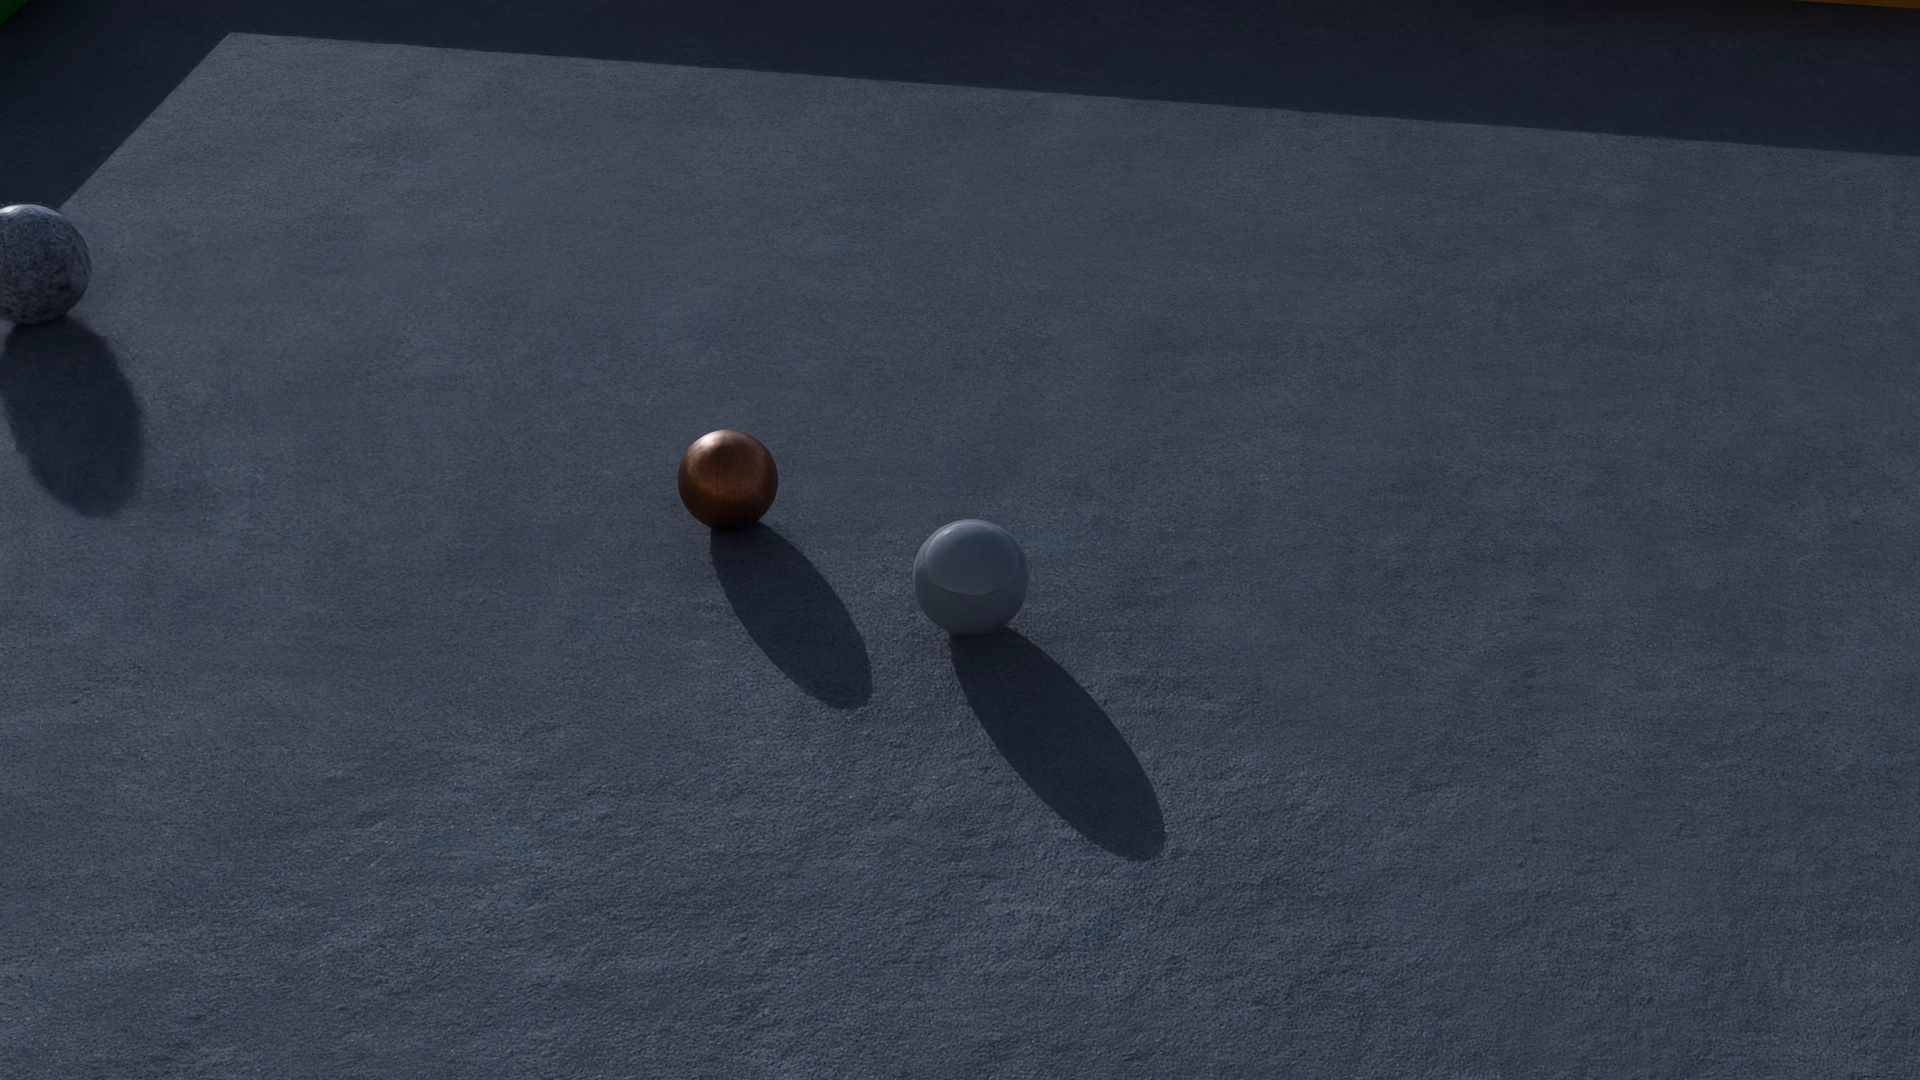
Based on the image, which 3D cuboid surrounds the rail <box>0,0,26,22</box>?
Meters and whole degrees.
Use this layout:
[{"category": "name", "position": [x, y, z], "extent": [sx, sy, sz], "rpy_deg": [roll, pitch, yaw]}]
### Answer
[{"category": "rail", "position": [-1.033, -0.123, 1.847], "extent": [0.045, 0.122, 2.196], "rpy_deg": [6, 36, 8]}]

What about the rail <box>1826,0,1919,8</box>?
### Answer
[{"category": "rail", "position": [1.237, -0.530, 2.421], "extent": [4.287, 0.122, 0.045], "rpy_deg": [6, 36, 8]}]

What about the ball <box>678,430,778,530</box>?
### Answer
[{"category": "ball", "position": [-0.161, -0.042, 1.780], "extent": [0.070, 0.070, 0.070], "rpy_deg": [0, 35, 0]}]

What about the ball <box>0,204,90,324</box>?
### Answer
[{"category": "ball", "position": [-0.729, -0.216, 2.005], "extent": [0.094, 0.094, 0.094], "rpy_deg": [0, 35, 0]}]

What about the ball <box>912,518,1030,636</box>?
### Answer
[{"category": "ball", "position": [0.007, 0.025, 1.680], "extent": [0.077, 0.077, 0.077], "rpy_deg": [0, 35, 0]}]
